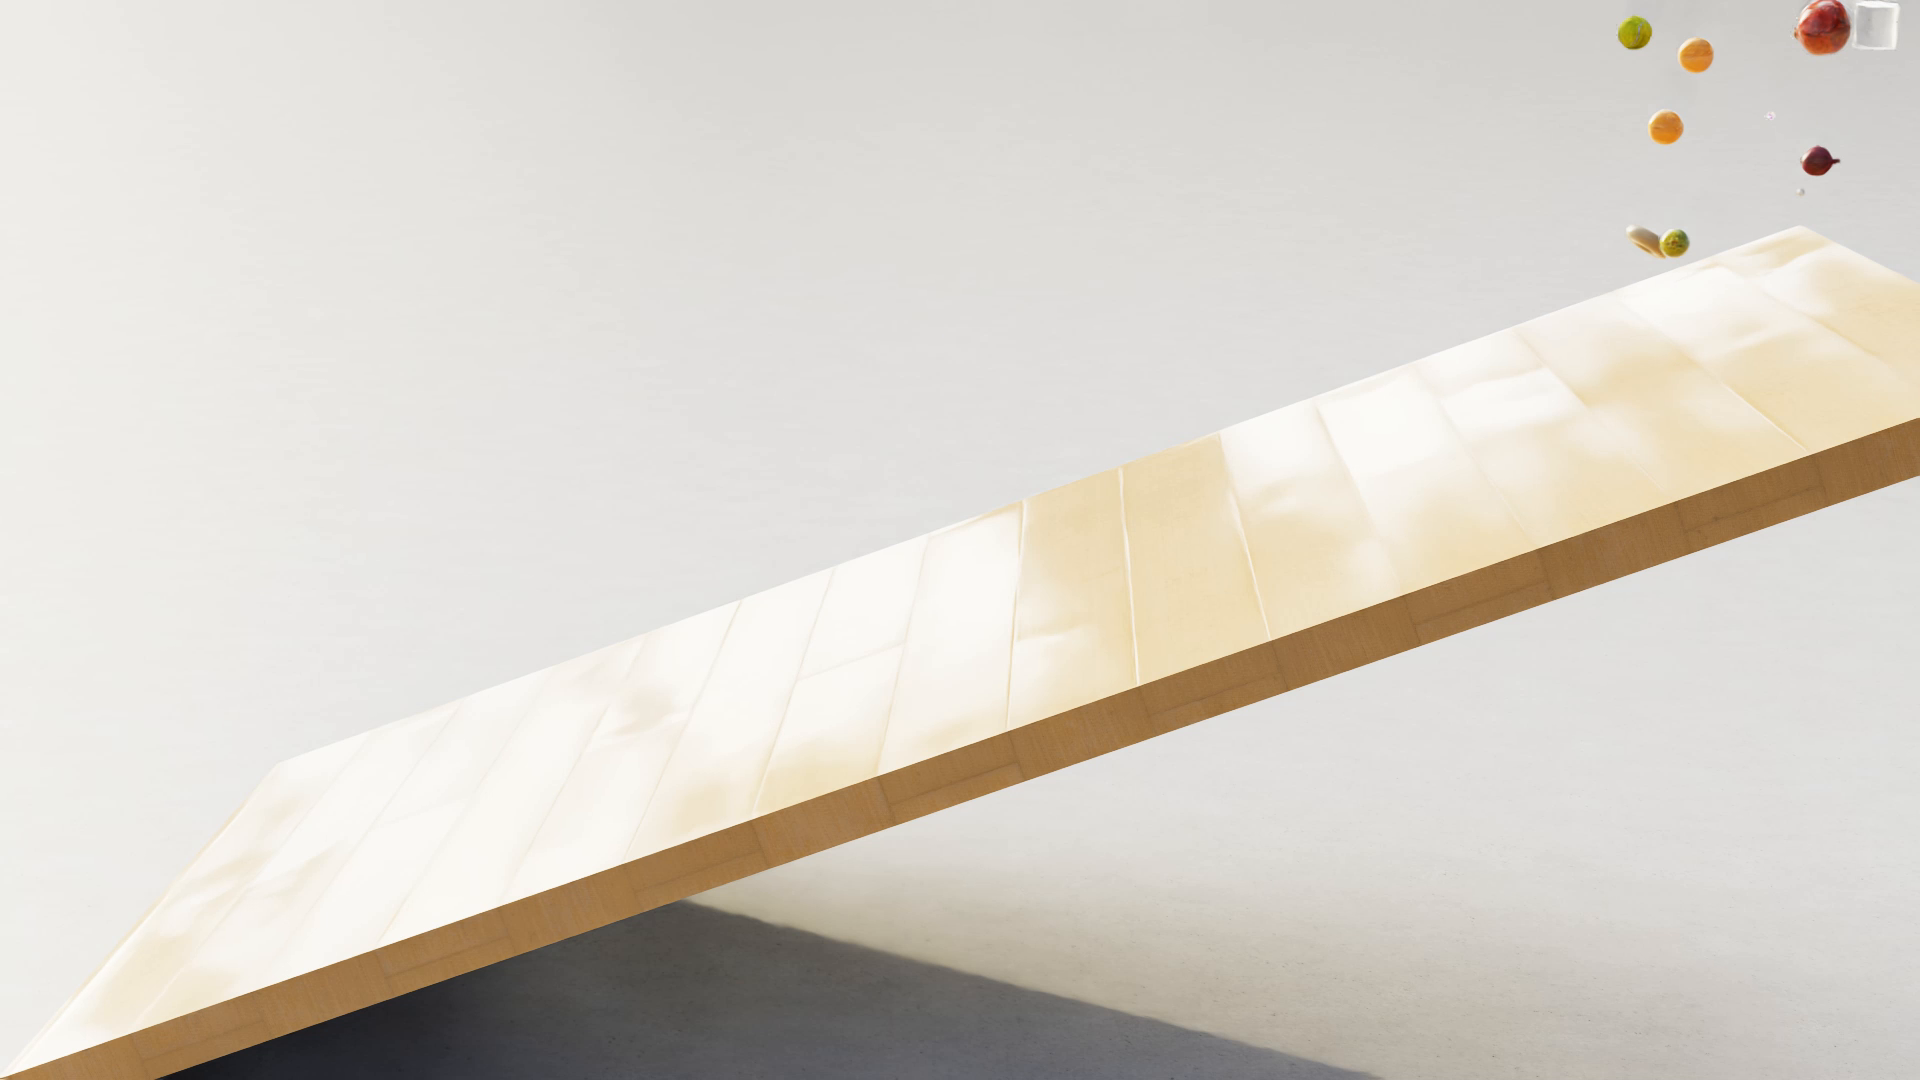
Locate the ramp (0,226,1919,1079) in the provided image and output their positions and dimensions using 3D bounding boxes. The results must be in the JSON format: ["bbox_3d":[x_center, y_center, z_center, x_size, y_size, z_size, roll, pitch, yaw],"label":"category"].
[{"bbox_3d":[0.116,0.177,6.297,4.000,0.100,2.000,-19,11,6],"label":"ramp"}]

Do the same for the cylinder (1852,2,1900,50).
[{"bbox_3d":[1.842,-1.034,5.915,0.086,0.086,0.086,0,17,0],"label":"cylinder"}]

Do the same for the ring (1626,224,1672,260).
[{"bbox_3d":[1.420,-0.615,6.065,0.104,0.035,0.104,33,5,-3],"label":"ring"}]
